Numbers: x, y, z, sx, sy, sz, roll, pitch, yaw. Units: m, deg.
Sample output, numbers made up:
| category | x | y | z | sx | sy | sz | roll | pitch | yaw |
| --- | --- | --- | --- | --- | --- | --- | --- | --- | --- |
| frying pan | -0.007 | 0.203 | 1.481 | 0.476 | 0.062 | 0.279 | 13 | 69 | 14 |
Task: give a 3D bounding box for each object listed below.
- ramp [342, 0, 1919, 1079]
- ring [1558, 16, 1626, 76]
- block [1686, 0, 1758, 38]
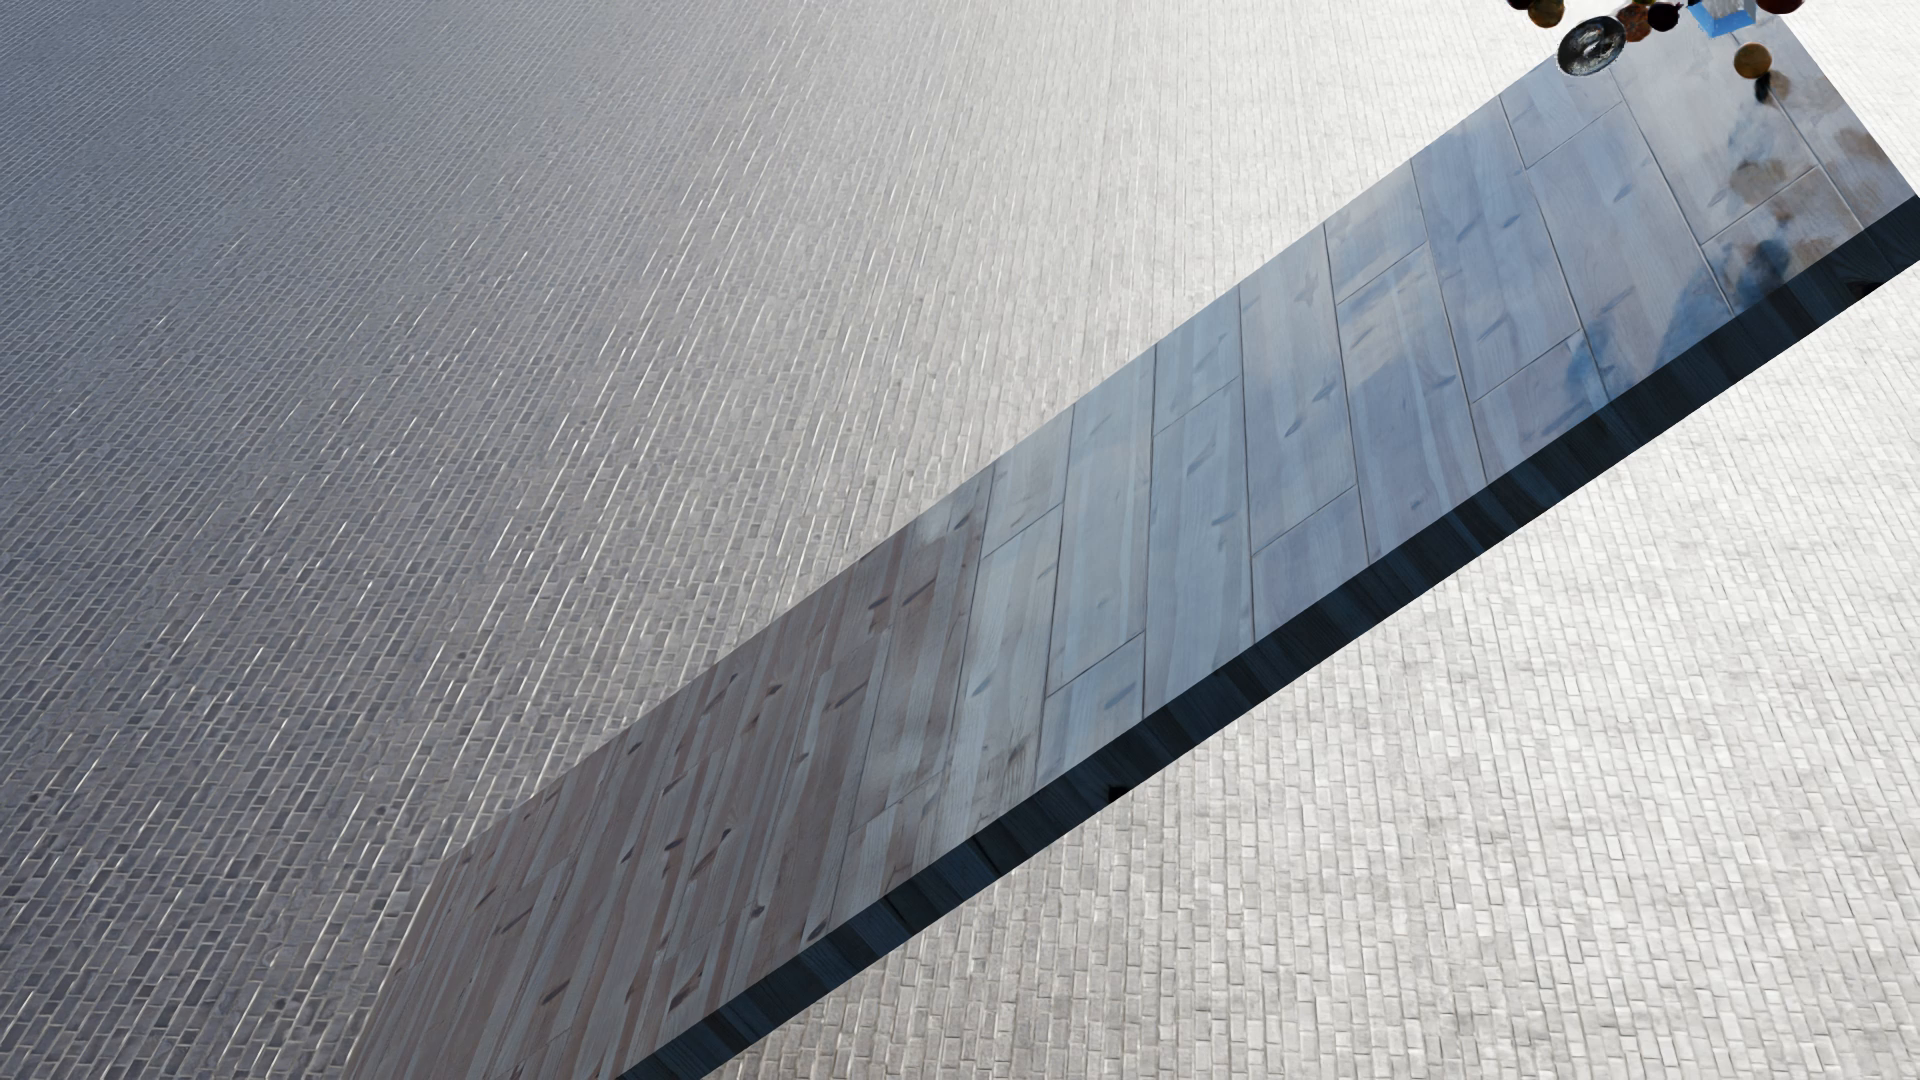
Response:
| category | x | y | z | sx | sy | sz | roll | pitch | yaw |
| --- | --- | --- | --- | --- | --- | --- | --- | --- | --- |
| ramp | 0.121 | 0.185 | 6.339 | 4.000 | 0.100 | 2.000 | -36 | 16 | 18 |
| ring | 1.199 | -0.938 | 5.584 | 0.139 | 0.139 | 0.046 | -10 | 57 | -22 |
| block | 1.450 | -1.030 | 5.586 | 0.093 | 0.093 | 0.093 | -16 | 45 | 42 |
